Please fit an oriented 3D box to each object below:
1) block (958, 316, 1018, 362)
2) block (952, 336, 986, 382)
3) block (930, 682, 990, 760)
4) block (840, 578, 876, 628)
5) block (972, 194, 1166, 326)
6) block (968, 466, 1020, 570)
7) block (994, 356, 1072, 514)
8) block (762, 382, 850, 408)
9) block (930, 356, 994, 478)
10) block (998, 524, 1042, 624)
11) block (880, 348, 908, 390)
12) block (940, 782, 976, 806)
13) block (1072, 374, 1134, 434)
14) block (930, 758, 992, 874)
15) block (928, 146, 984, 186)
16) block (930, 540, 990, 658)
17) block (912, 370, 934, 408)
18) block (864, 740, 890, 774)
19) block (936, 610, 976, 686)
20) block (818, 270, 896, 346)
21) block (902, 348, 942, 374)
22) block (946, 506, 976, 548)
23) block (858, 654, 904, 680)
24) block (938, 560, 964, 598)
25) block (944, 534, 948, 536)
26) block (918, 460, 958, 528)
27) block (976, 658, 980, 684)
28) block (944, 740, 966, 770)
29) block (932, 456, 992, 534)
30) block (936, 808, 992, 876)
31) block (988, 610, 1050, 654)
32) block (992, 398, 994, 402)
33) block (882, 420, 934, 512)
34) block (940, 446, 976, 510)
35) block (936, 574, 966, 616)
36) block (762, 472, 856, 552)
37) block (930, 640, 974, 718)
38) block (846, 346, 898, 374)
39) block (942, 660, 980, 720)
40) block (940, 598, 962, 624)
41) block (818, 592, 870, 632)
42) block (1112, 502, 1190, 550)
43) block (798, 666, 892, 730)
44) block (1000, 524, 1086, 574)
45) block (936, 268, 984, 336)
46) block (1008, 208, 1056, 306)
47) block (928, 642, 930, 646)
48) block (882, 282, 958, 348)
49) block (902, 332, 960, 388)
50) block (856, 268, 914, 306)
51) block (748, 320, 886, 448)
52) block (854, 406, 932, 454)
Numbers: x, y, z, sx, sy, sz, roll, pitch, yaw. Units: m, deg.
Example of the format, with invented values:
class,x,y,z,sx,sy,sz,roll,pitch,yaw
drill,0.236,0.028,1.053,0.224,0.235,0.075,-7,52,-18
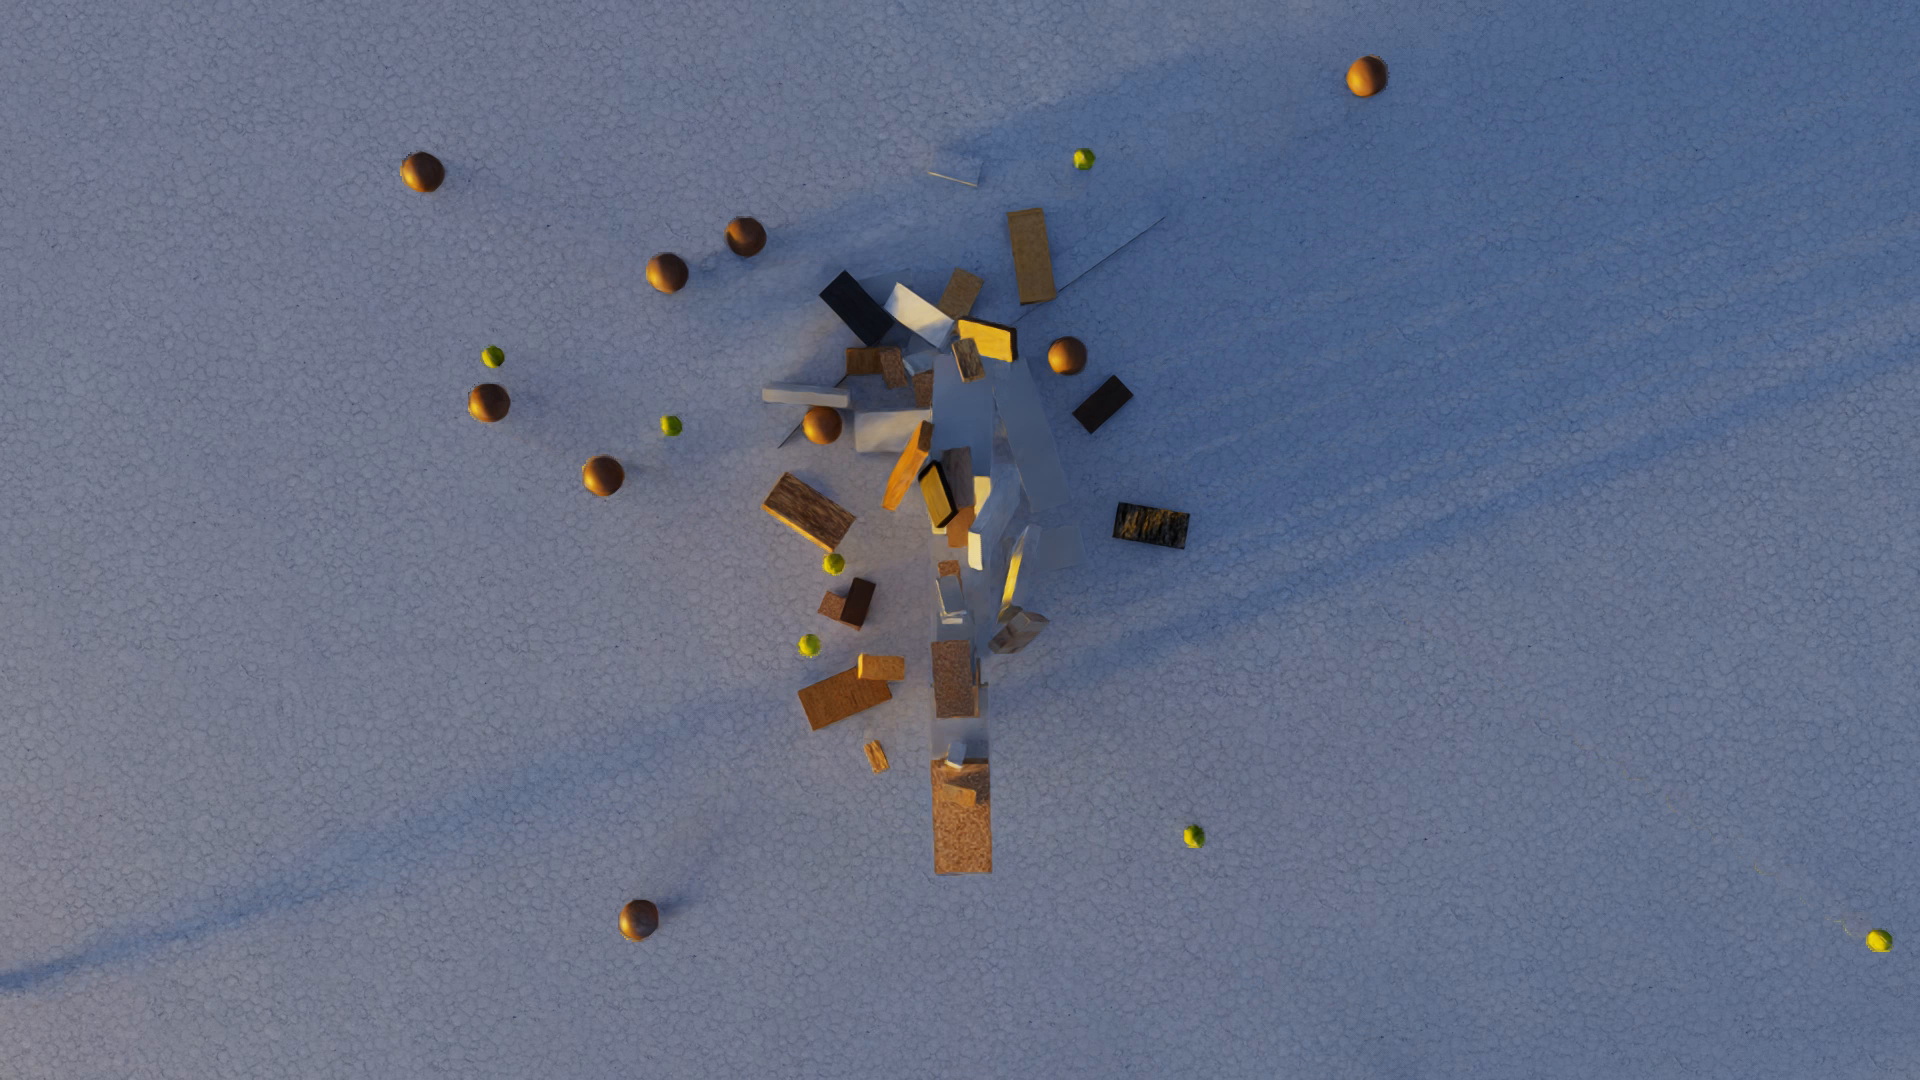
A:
class,x,y,z,sx,sy,sz,roll,pitch,yaw
block,0.089,-0.633,5.196,0.207,0.029,0.104,20,128,35
block,0.025,-0.535,4.879,0.067,0.019,0.133,-13,65,-8
block,0.001,0.608,4.972,0.174,0.049,0.348,-2,100,0
block,-0.339,0.208,5.469,0.077,0.022,0.154,18,75,-1
block,0.354,-0.902,5.487,0.736,0.027,0.095,-35,90,0
block,0.100,-0.066,4.826,0.037,0.326,0.132,11,131,18
block,0.228,-0.350,5.481,0.137,0.039,0.507,-18,90,0
block,-0.501,-0.473,5.389,0.276,0.138,0.039,5,103,0
block,0.007,-0.367,4.916,0.178,0.050,0.356,2,89,0
block,0.181,0.103,5.019,0.040,0.141,0.282,18,62,-8
block,-0.218,-0.562,5.414,0.067,0.019,0.133,-13,127,0
block,-0.005,0.757,4.913,0.101,0.014,0.050,15,103,-4
block,0.475,-0.451,5.487,0.190,0.027,0.095,-42,90,0
block,0.005,0.829,4.964,0.174,0.049,0.348,-2,104,0
block,-0.014,-1.242,5.488,0.170,0.024,0.085,16,90,0
block,0.000,0.174,4.882,0.174,0.049,0.348,0,90,0
block,-0.104,-0.475,5.450,0.085,0.024,0.170,-9,117,1
block,-0.276,0.718,5.475,0.050,0.014,0.101,-28,75,13
block,-0.011,0.316,4.801,0.110,0.031,0.220,-1,84,1
block,-0.340,-0.762,5.444,0.119,0.034,0.239,-44,90,0
block,-0.116,-0.586,5.405,0.133,0.019,0.067,-21,60,-32
block,0.001,-0.068,4.861,0.089,0.025,0.177,-7,76,-1
block,-0.260,0.422,5.449,0.154,0.022,0.077,6,80,-28
block,-0.027,0.119,4.822,0.060,0.017,0.121,-6,64,-2
block,-0.001,-0.102,5.298,0.094,0.027,0.187,3,90,0
block,-0.065,-0.133,4.836,0.025,0.089,0.177,2,58,-39
block,-0.007,0.489,5.015,0.143,0.041,0.286,-1,93,0
block,-0.013,0.637,4.901,0.050,0.101,0.014,23,121,-5
block,0.003,-0.139,5.112,0.178,0.375,0.050,1,58,0
block,0.008,0.858,5.108,0.174,0.049,0.348,-1,87,-1
block,0.175,0.277,4.907,0.141,0.282,0.040,-44,77,7
block,0.010,-0.385,5.105,0.178,0.356,0.050,2,55,0
block,-0.154,-0.220,4.912,0.037,0.132,0.265,22,133,-12
block,-0.006,-0.181,4.847,0.089,0.025,0.177,-9,78,16
block,-0.025,0.160,4.778,0.060,0.017,0.121,-12,60,-5
block,-0.498,-0.092,5.458,0.276,0.039,0.138,33,71,1
block,-0.020,0.401,4.762,0.110,0.031,0.220,-5,84,1
block,-0.287,-0.592,5.433,0.170,0.024,0.085,-1,114,0
block,-0.001,0.423,4.872,0.110,0.031,0.220,-3,113,1
block,-0.026,0.194,4.798,0.060,0.121,0.017,-4,130,-2
block,-0.388,0.237,5.489,0.154,0.022,0.077,25,90,0
block,0.636,-0.048,5.483,0.238,0.034,0.119,10,90,0
block,-0.383,0.513,5.480,0.282,0.040,0.141,-22,90,0
block,0.277,0.037,5.481,0.265,0.037,0.132,-12,89,0
block,-0.009,-0.790,5.458,0.104,0.029,0.207,25,75,-1
block,0.238,-0.940,5.462,0.119,0.034,0.309,-8,84,3
block,-0.005,0.302,5.082,0.174,0.348,0.049,8,91,0
block,-0.132,-0.738,5.416,0.244,0.029,0.104,37,105,18
block,-0.103,-0.632,5.481,0.137,0.039,0.275,29,90,0
block,-0.249,-0.834,5.487,0.190,0.027,0.095,-14,90,0
block,-0.477,-0.541,5.480,0.138,0.039,0.522,43,90,0
block,-0.208,-0.365,5.458,0.275,0.039,0.137,-3,111,0
